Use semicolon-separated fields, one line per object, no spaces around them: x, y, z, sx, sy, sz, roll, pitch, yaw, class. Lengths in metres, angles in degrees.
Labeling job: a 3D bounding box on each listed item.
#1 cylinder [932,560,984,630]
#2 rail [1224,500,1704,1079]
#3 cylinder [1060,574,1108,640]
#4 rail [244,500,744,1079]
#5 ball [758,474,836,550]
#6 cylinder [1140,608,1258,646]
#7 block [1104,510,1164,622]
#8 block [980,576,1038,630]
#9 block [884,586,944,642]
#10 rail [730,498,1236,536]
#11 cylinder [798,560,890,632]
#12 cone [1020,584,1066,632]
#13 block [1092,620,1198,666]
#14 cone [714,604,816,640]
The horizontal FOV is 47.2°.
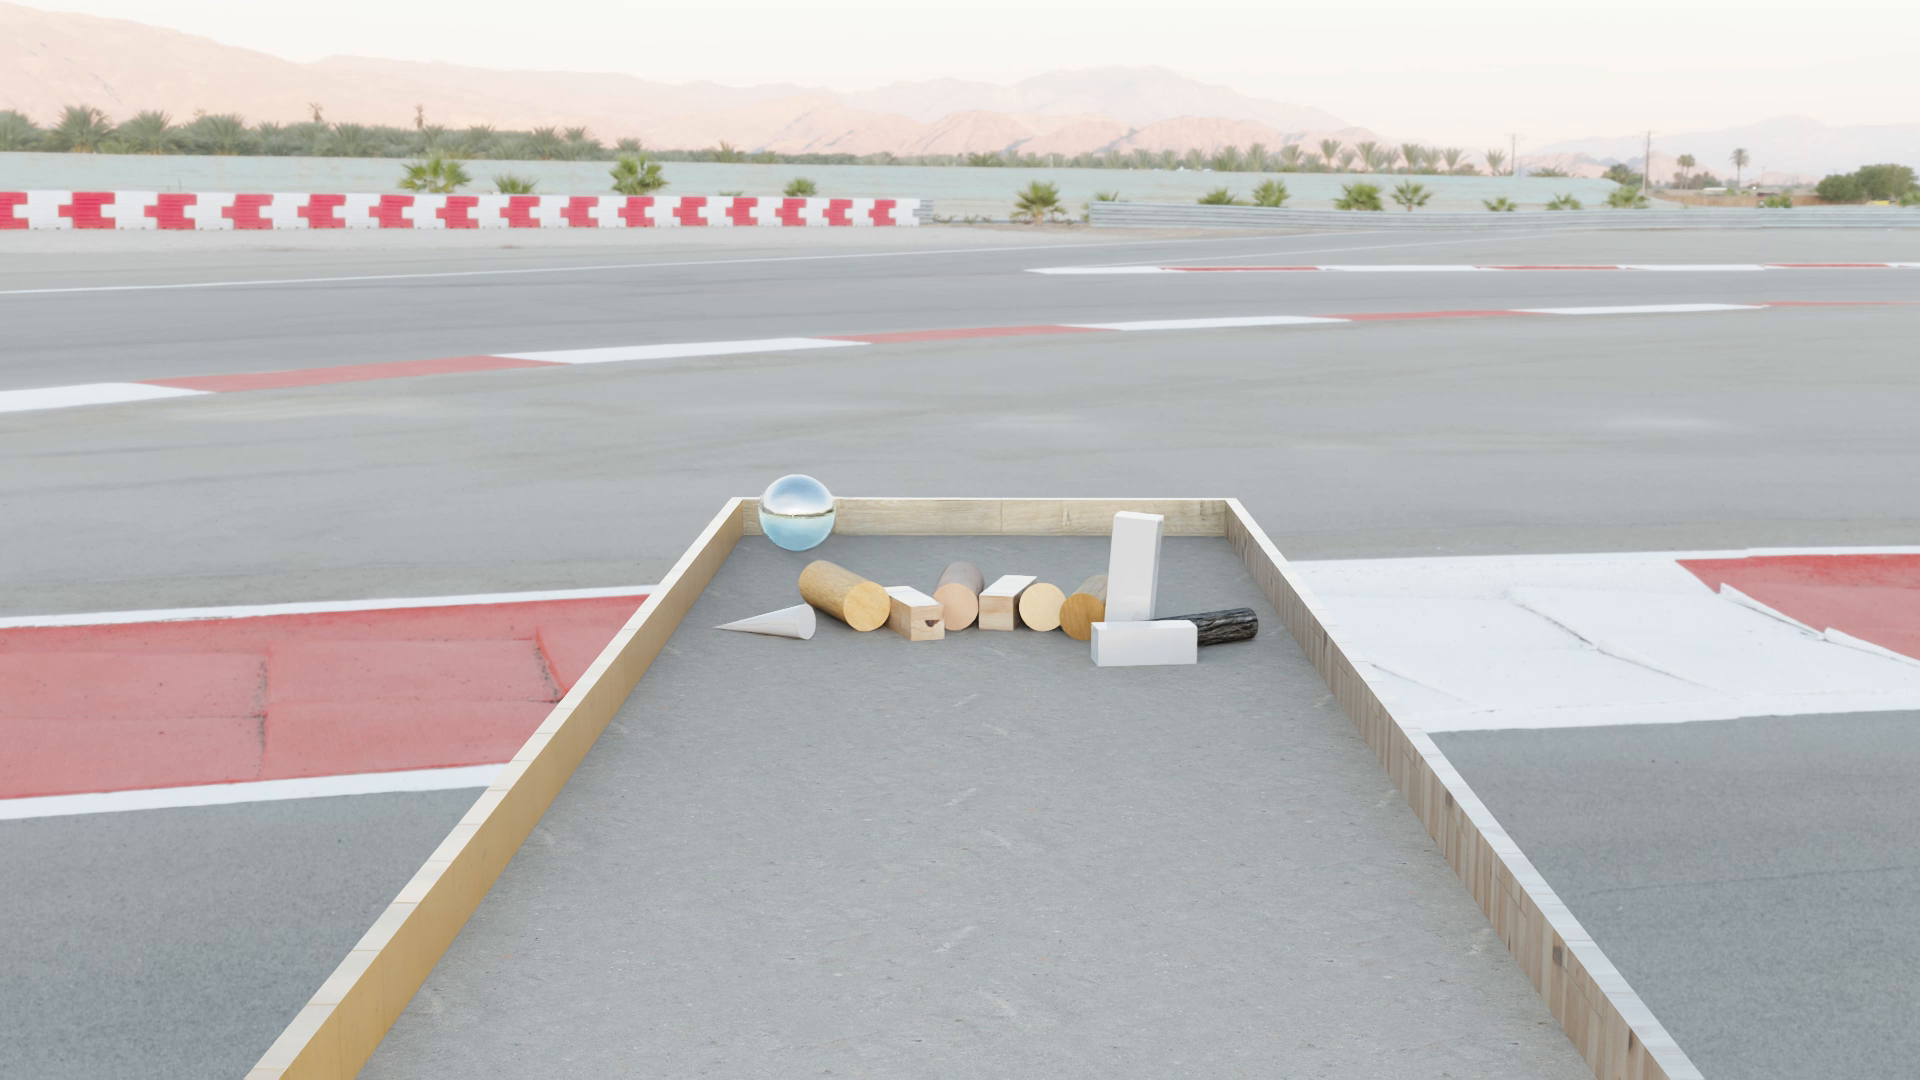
-0.006;0.183;7.360;0.156;0.156;0.434;1;9;3;cylinder
1.046;0.843;3.208;0.050;0.150;12.000;0;9;1;rail
0.432;0.216;7.157;0.153;0.153;0.366;2;9;13;cylinder
-1.004;0.839;3.234;0.050;0.150;12.000;0;9;1;rail
-0.646;-0.109;8.728;0.303;0.303;0.303;0;9;0;ball
0.724;0.284;6.895;0.460;0.100;0.100;-6;11;-31;cylinder
0.548;0.119;6.950;0.138;0.397;0.138;6;9;12;block
0.163;0.208;7.334;0.114;0.114;0.383;2;9;14;block
-0.164;0.237;7.156;0.111;0.111;0.354;-3;10;-20;block
0.099;-0.098;9.147;2.100;0.150;0.050;0;9;1;rail
-0.389;0.183;7.337;0.163;0.163;0.458;-4;10;-22;cylinder
0.291;0.221;7.368;0.157;0.157;0.455;1;-1;5;cone
0.558;0.313;6.676;0.303;0.112;0.112;-1;9;-7;block
-0.652;0.274;7.105;0.373;0.113;0.113;-5;5;30;cone
